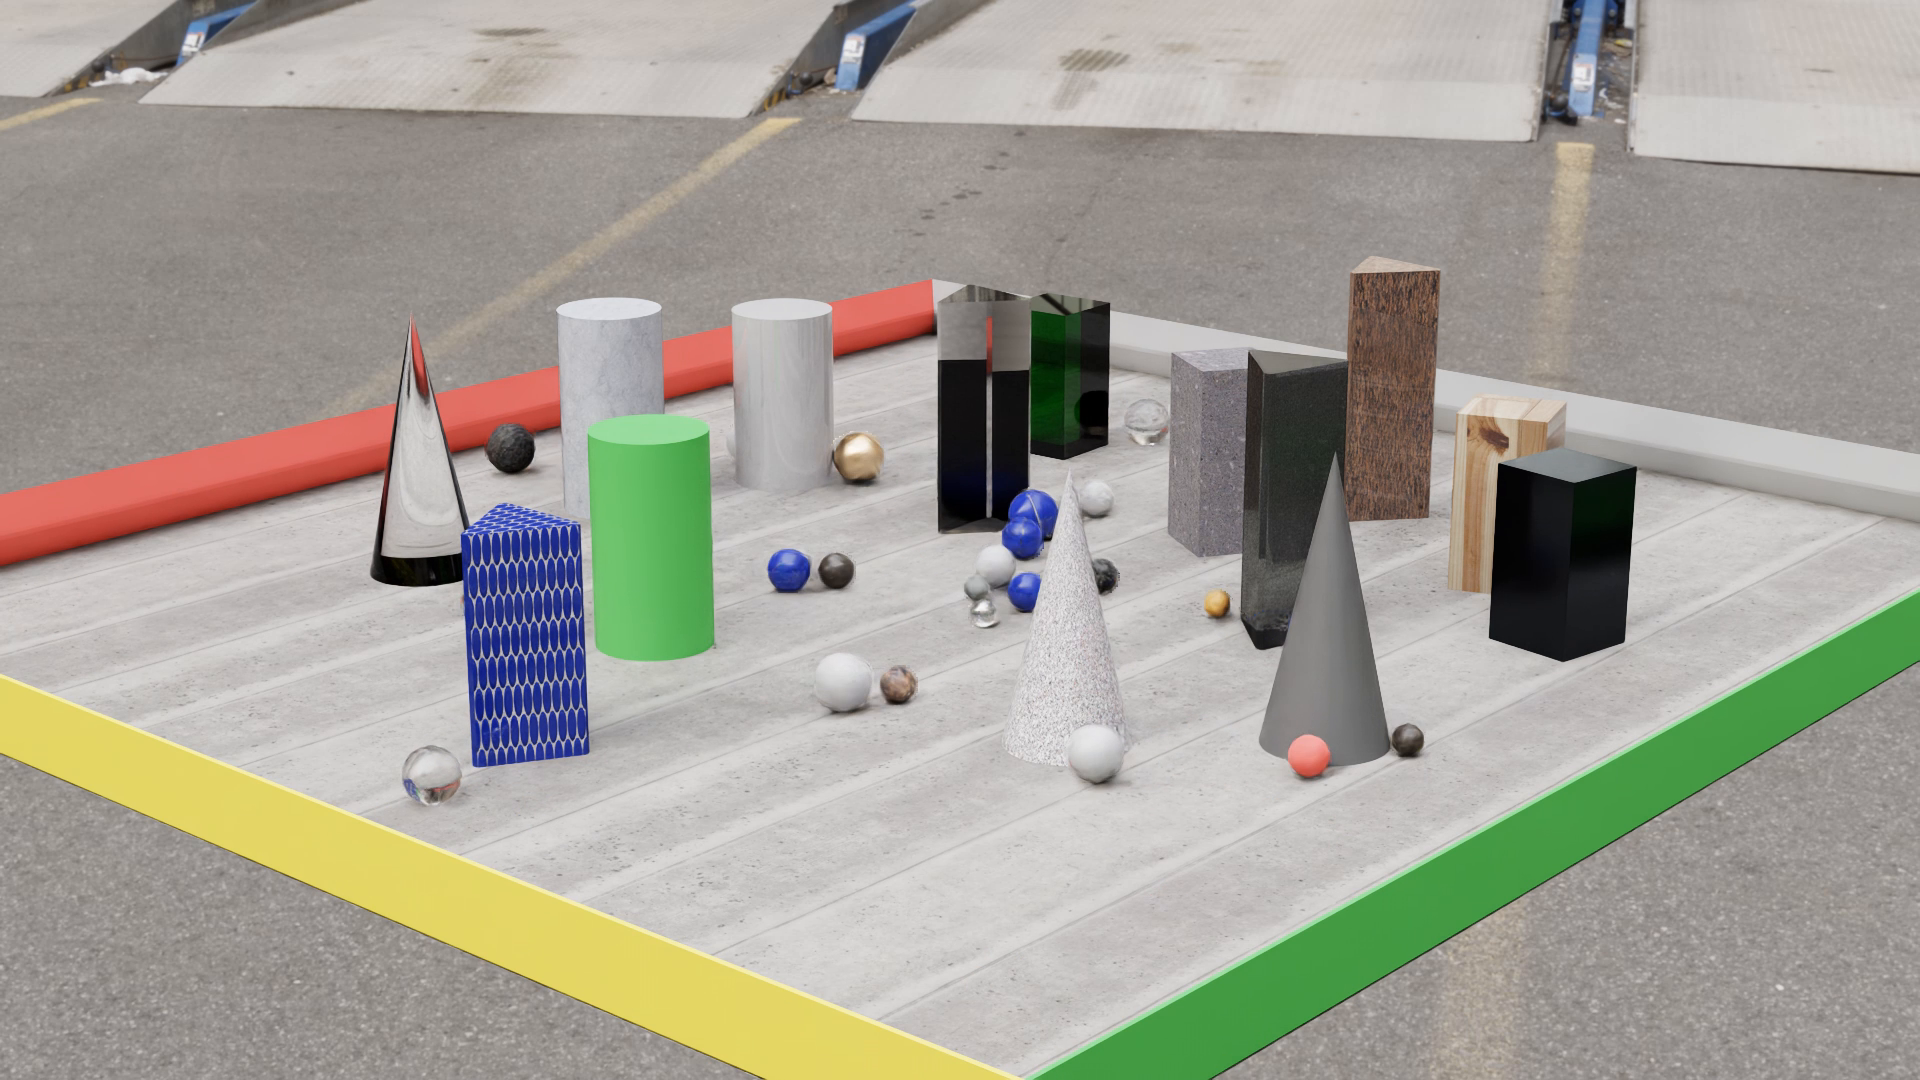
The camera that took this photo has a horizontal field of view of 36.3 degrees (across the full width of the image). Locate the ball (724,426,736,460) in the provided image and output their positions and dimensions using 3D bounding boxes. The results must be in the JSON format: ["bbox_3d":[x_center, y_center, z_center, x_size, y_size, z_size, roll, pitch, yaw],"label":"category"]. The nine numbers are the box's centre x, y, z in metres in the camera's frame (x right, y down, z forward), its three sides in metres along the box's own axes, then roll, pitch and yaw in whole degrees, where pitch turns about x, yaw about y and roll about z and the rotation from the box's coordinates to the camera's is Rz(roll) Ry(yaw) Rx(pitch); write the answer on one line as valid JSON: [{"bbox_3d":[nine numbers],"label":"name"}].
[{"bbox_3d":[-0.436,-0.199,5.966,0.085,0.085,0.085,0,17,0],"label":"ball"}]

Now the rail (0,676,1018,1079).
[{"bbox_3d":[-0.990,0.361,4.028,2.841,0.129,0.045,14,22,39],"label":"rail"}]

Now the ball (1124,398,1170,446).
[{"bbox_3d":[0.390,-0.245,6.101,0.097,0.097,0.097,0,17,0],"label":"ball"}]

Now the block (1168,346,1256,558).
[{"bbox_3d":[0.488,-0.163,5.393,0.159,0.348,0.159,-5,17,-16],"label":"block"}]

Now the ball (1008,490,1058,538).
[{"bbox_3d":[0.137,-0.047,5.449,0.094,0.094,0.094,0,17,0],"label":"ball"}]

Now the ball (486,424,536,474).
[{"bbox_3d":[-0.903,-0.183,5.893,0.098,0.098,0.098,0,17,0],"label":"ball"}]

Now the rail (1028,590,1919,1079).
[{"bbox_3d":[1.055,0.296,4.243,0.045,0.129,3.066,14,22,39],"label":"rail"}]

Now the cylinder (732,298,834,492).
[{"bbox_3d":[-0.350,-0.288,5.812,0.199,0.346,0.199,0,17,0],"label":"cylinder"}]

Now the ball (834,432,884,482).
[{"bbox_3d":[-0.201,-0.164,5.826,0.099,0.099,0.099,0,17,0],"label":"ball"}]

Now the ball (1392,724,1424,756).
[{"bbox_3d":[0.669,0.298,4.380,0.048,0.048,0.048,0,17,0],"label":"ball"}]

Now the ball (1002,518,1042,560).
[{"bbox_3d":[0.112,-0.003,5.334,0.075,0.075,0.075,0,17,0],"label":"ball"}]

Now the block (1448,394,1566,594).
[{"bbox_3d":[0.963,-0.079,5.162,0.159,0.319,0.159,7,18,22],"label":"block"}]

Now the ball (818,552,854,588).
[{"bbox_3d":[-0.217,0.054,5.165,0.064,0.064,0.064,0,17,0],"label":"ball"}]

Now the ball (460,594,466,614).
[{"bbox_3d":[-0.837,0.109,5.021,0.041,0.041,0.041,0,17,0],"label":"ball"}]

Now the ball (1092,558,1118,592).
[{"bbox_3d":[0.246,0.062,5.144,0.060,0.060,0.060,0,17,0],"label":"ball"}]

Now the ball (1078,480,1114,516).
[{"bbox_3d":[0.261,-0.079,5.600,0.068,0.068,0.068,0,17,0],"label":"ball"}]

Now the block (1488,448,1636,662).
[{"bbox_3d":[0.996,0.022,4.854,0.159,0.304,0.159,-13,21,-38],"label":"block"}]

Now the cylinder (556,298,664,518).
[{"bbox_3d":[-0.666,-0.253,5.618,0.199,0.389,0.199,0,17,0],"label":"cylinder"}]

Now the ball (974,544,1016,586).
[{"bbox_3d":[0.063,0.045,5.175,0.074,0.074,0.074,0,17,0],"label":"ball"}]

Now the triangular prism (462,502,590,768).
[{"bbox_3d":[-0.661,0.136,4.381,0.172,0.359,0.149,-6,18,-18],"label":"triangular prism"}]

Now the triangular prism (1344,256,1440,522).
[{"bbox_3d":[0.798,-0.290,5.585,0.172,0.480,0.149,-3,17,-9],"label":"triangular prism"}]

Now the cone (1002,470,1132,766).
[{"bbox_3d":[0.162,0.099,4.375,0.199,0.433,0.199,0,17,0],"label":"cone"}]

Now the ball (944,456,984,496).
[{"bbox_3d":[0.009,-0.127,5.740,0.078,0.078,0.078,0,17,0],"label":"ball"}]

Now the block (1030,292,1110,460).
[{"bbox_3d":[0.198,-0.339,6.058,0.159,0.302,0.159,13,21,36],"label":"block"}]

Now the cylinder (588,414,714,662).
[{"bbox_3d":[-0.508,-0.005,4.837,0.199,0.366,0.199,0,17,0],"label":"cylinder"}]

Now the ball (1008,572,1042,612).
[{"bbox_3d":[0.115,0.089,5.042,0.067,0.067,0.067,0,17,0],"label":"ball"}]

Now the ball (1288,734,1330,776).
[{"bbox_3d":[0.511,0.316,4.298,0.061,0.061,0.061,0,17,0],"label":"ball"}]

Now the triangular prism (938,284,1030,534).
[{"bbox_3d":[0.033,-0.248,5.512,0.172,0.442,0.149,-3,17,-10],"label":"triangular prism"}]

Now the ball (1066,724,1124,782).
[{"bbox_3d":[0.198,0.311,4.276,0.084,0.084,0.084,0,17,0],"label":"ball"}]

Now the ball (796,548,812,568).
[{"bbox_3d":[-0.289,0.040,5.238,0.048,0.048,0.048,0,17,0],"label":"ball"}]

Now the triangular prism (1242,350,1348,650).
[{"bbox_3d":[0.524,-0.074,4.888,0.172,0.469,0.149,-11,20,-32],"label":"triangular prism"}]

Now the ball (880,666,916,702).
[{"bbox_3d":[-0.097,0.227,4.603,0.057,0.057,0.057,0,17,0],"label":"ball"}]

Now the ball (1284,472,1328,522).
[{"bbox_3d":[0.662,-0.082,5.566,0.092,0.092,0.092,0,17,0],"label":"ball"}]

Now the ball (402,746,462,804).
[{"bbox_3d":[-0.756,0.336,4.192,0.085,0.085,0.085,0,17,0],"label":"ball"}]

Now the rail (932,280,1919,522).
[{"bbox_3d":[0.990,-0.296,6.211,2.841,0.129,0.045,14,22,39],"label":"rail"}]

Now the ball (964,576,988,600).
[{"bbox_3d":[0.029,0.083,5.103,0.044,0.044,0.044,0,17,0],"label":"ball"}]

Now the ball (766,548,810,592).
[{"bbox_3d":[-0.301,0.053,5.146,0.077,0.077,0.077,0,17,0],"label":"ball"}]

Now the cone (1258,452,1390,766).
[{"bbox_3d":[0.552,0.087,4.371,0.199,0.458,0.199,0,17,0],"label":"cone"}]

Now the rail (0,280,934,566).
[{"bbox_3d":[-1.055,-0.232,5.997,0.045,0.129,3.066,14,22,39],"label":"rail"}]

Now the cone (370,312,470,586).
[{"bbox_3d":[-0.961,-0.175,5.205,0.199,0.479,0.199,0,17,0],"label":"cone"}]

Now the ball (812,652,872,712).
[{"bbox_3d":[-0.182,0.221,4.559,0.093,0.093,0.093,0,17,0],"label":"ball"}]

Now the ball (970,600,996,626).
[{"bbox_3d":[0.039,0.124,4.963,0.046,0.046,0.046,0,17,0],"label":"ball"}]

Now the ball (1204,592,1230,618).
[{"bbox_3d":[0.439,0.110,5.009,0.045,0.045,0.045,0,17,0],"label":"ball"}]
